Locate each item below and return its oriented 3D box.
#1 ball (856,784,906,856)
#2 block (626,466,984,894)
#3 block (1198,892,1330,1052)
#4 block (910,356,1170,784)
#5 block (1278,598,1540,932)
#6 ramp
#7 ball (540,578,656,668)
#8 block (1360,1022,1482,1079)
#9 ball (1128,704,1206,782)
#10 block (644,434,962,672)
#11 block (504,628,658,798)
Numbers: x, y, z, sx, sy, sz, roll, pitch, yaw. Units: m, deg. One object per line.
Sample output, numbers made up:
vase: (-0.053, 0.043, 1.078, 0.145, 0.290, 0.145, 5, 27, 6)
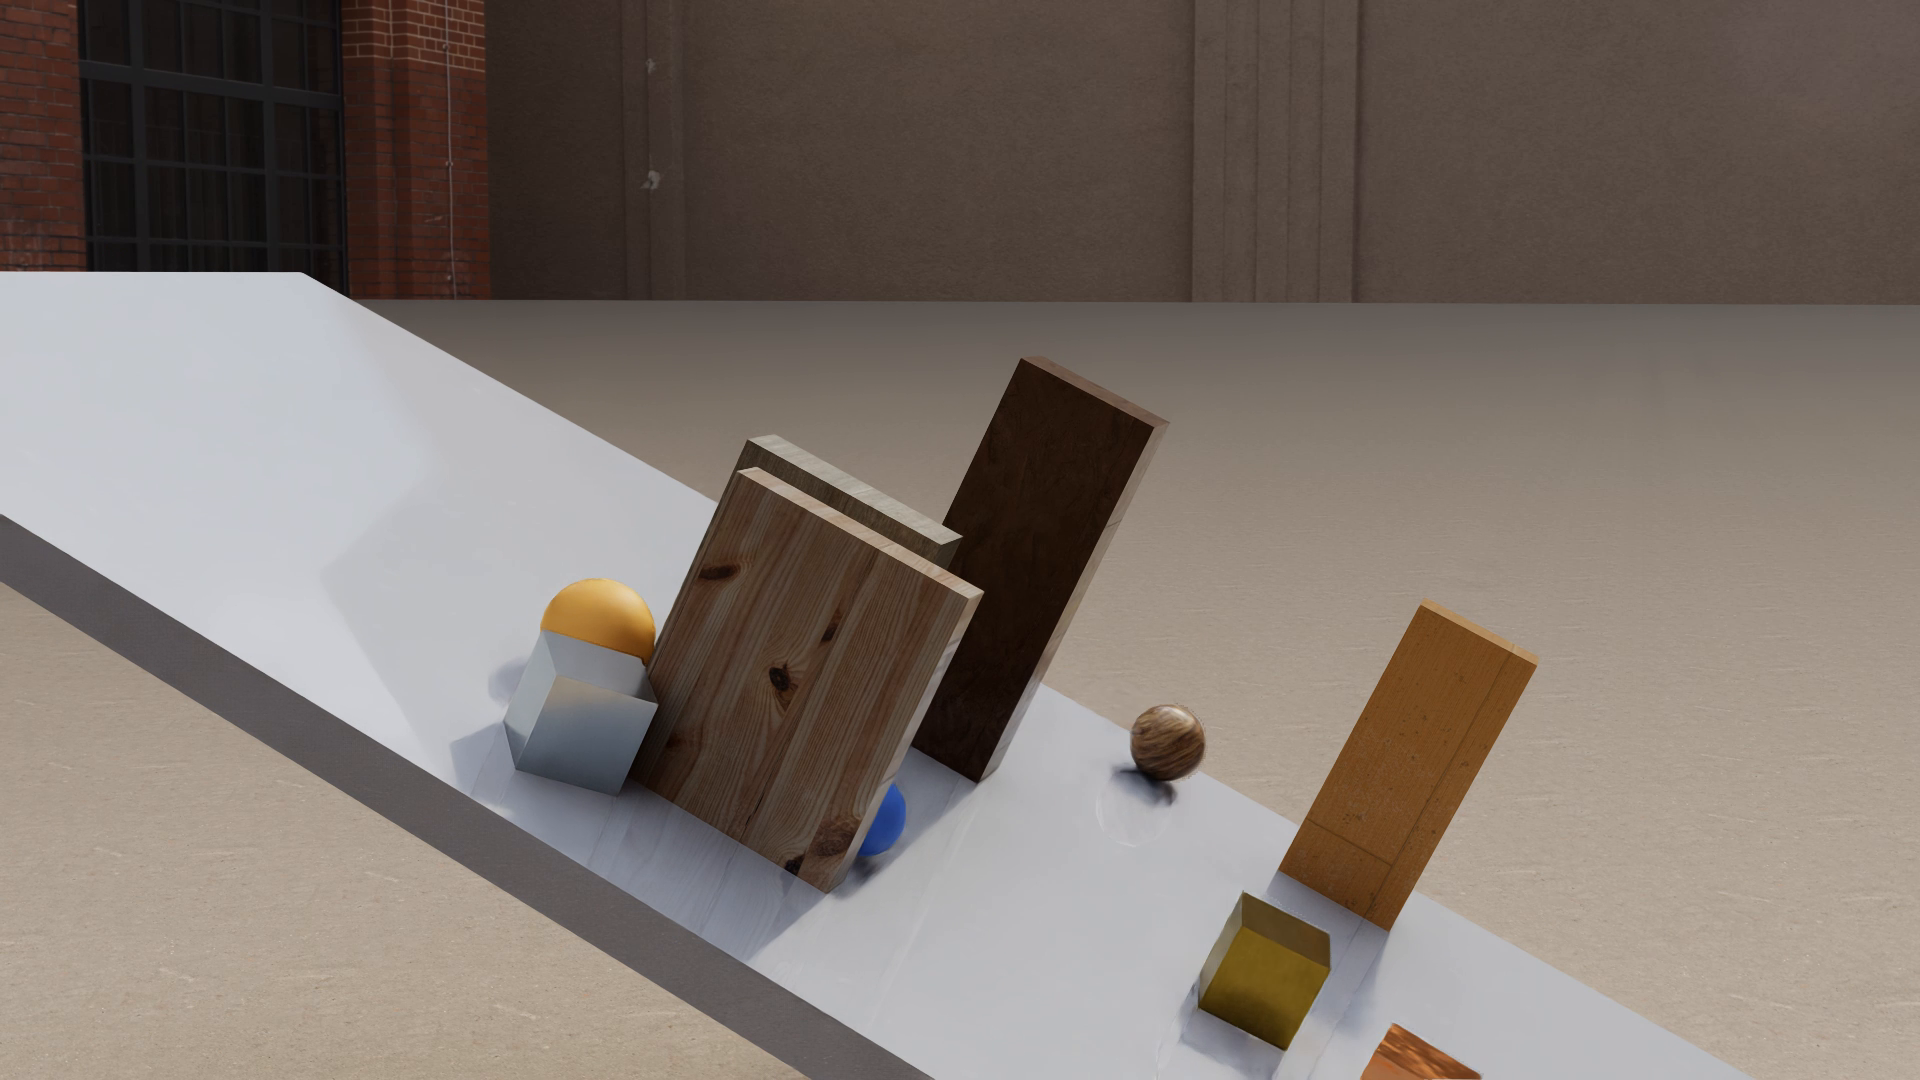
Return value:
ball: (-0.159, 0.458, 3.674, 0.140, 0.140, 0.140, 0, 7, 0)
block: (-0.269, 0.222, 3.510, 0.424, 0.538, 0.082, 29, 14, 12)
block: (0.523, 0.740, 3.783, 0.167, 0.167, 0.167, 26, 14, 3)
block: (0.096, 0.057, 4.268, 0.286, 0.778, 0.144, 29, 14, 12)
block: (0.921, 0.463, 4.530, 0.259, 0.635, 0.104, 29, 14, 12)
ramp: (-0.249, 0.421, 4.162, 4.000, 0.100, 2.000, 29, 14, 12)
ball: (-0.628, 0.165, 3.806, 0.199, 0.199, 0.199, 0, 7, 0)
block: (0.713, 0.905, 3.518, 0.162, 0.162, 0.162, 30, 14, 16)
ball: (0.450, 0.440, 4.770, 0.166, 0.166, 0.166, 0, 7, 0)
block: (-0.288, 0.140, 3.814, 0.384, 0.523, 0.123, 29, 14, 12)
block: (-0.605, 0.274, 3.497, 0.171, 0.171, 0.171, 19, 15, -25)
